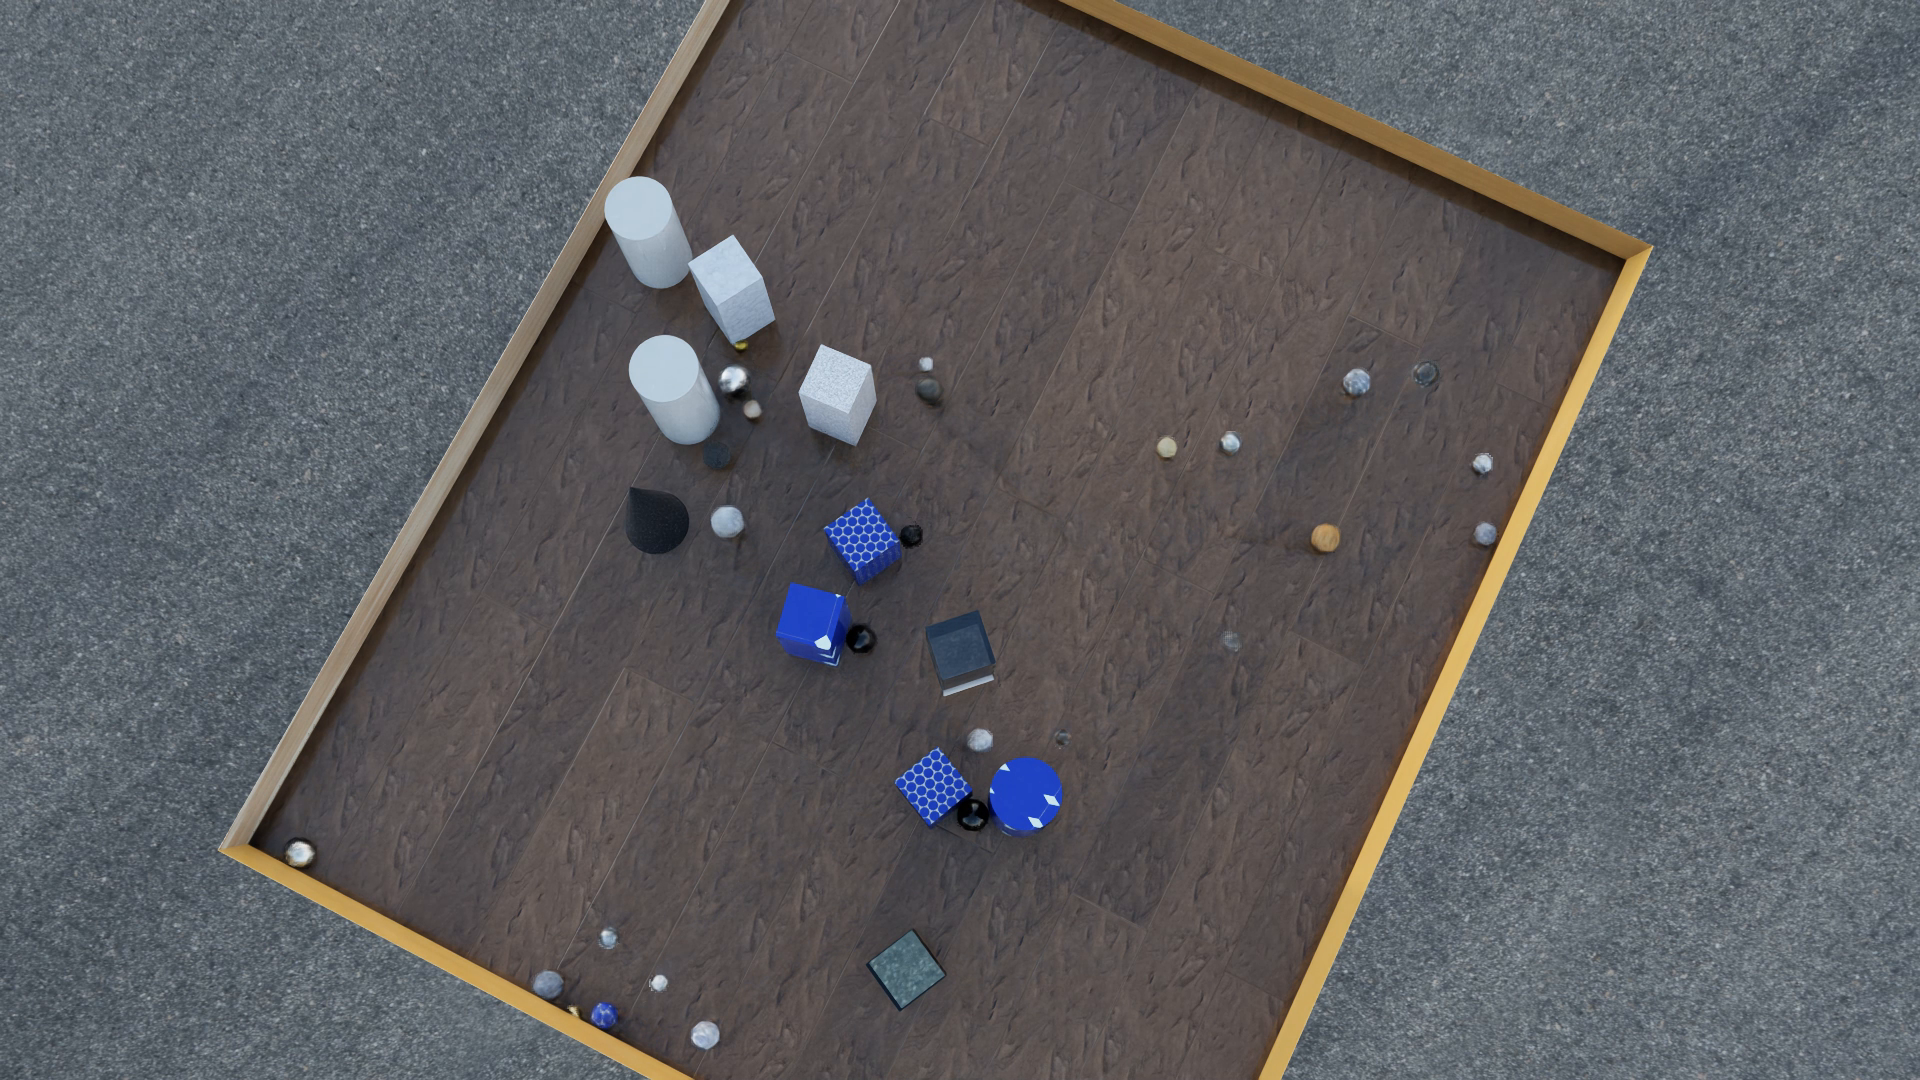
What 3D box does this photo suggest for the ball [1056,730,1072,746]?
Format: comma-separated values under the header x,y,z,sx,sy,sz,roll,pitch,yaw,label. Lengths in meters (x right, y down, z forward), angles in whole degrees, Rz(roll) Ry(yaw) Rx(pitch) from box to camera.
x,y,z,sx,sy,sz,roll,pitch,yaw,label
0.308,0.592,5.469,0.048,0.048,0.048,0,78,0,ball

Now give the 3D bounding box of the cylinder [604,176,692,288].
x,y,z,sx,sy,sz,roll,pitch,yaw,label
-0.946,-0.933,5.595,0.199,0.420,0.199,0,78,0,cylinder

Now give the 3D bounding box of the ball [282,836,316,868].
x,y,z,sx,sy,sz,roll,pitch,yaw,label
-1.939,0.918,5.379,0.092,0.092,0.092,0,78,0,ball

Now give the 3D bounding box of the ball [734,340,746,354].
x,y,z,sx,sy,sz,roll,pitch,yaw,label
-0.685,-0.603,5.721,0.040,0.040,0.040,0,78,0,ball

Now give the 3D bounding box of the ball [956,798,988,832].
x,y,z,sx,sy,sz,roll,pitch,yaw,label
0.038,0.811,5.400,0.095,0.095,0.095,0,78,0,ball

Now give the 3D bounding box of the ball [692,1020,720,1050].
x,y,z,sx,sy,sz,roll,pitch,yaw,label
-0.733,1.426,5.281,0.080,0.080,0.080,0,78,0,ball

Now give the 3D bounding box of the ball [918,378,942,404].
x,y,z,sx,sy,sz,roll,pitch,yaw,label
-0.093,-0.463,5.673,0.078,0.078,0.078,0,78,0,ball

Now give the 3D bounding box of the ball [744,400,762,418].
x,y,z,sx,sy,sz,roll,pitch,yaw,label
-0.641,-0.404,5.671,0.057,0.057,0.057,0,78,0,ball

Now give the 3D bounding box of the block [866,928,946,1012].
x,y,z,sx,sy,sz,roll,pitch,yaw,label
-0.151,1.220,5.212,0.159,0.299,0.159,-36,81,-7,block

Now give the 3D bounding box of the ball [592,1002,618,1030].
x,y,z,sx,sy,sz,roll,pitch,yaw,label
-1.026,1.375,5.293,0.076,0.076,0.076,0,78,0,ball

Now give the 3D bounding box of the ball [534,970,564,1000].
x,y,z,sx,sy,sz,roll,pitch,yaw,label
-1.191,1.290,5.307,0.084,0.084,0.084,0,78,0,ball

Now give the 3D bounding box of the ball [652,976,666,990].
x,y,z,sx,sy,sz,roll,pitch,yaw,label
-0.874,1.288,5.328,0.043,0.043,0.043,0,78,0,ball

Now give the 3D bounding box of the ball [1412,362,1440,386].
x,y,z,sx,sy,sz,roll,pitch,yaw,label
1.445,-0.514,5.683,0.079,0.079,0.079,0,78,0,ball

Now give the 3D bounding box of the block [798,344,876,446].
x,y,z,sx,sy,sz,roll,pitch,yaw,label
-0.364,-0.430,5.513,0.159,0.378,0.159,23,79,5,block

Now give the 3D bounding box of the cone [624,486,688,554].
x,y,z,sx,sy,sz,roll,pitch,yaw,label
-0.931,-0.102,5.396,0.199,0.474,0.199,0,78,0,cone

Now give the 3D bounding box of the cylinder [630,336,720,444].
x,y,z,sx,sy,sz,roll,pitch,yaw,label
-0.845,-0.441,5.464,0.199,0.478,0.199,0,78,0,cylinder

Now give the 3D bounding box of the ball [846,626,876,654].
x,y,z,sx,sy,sz,roll,pitch,yaw,label
-0.298,0.299,5.511,0.085,0.085,0.085,0,78,0,ball

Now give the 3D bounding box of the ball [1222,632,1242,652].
x,y,z,sx,sy,sz,roll,pitch,yaw,label
0.820,0.307,5.523,0.058,0.058,0.058,0,78,0,ball

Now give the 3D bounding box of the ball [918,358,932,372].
x,y,z,sx,sy,sz,roll,pitch,yaw,label
-0.108,-0.548,5.708,0.043,0.043,0.043,0,78,0,ball

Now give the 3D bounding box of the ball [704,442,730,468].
x,y,z,sx,sy,sz,roll,pitch,yaw,label
-0.745,-0.263,5.631,0.079,0.079,0.079,0,78,0,ball

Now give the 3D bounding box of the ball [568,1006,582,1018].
x,y,z,sx,sy,sz,roll,pitch,yaw,label
-1.117,1.372,5.312,0.041,0.041,0.041,0,78,0,ball

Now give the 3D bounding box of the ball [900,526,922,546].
x,y,z,sx,sy,sz,roll,pitch,yaw,label
-0.150,-0.012,5.586,0.065,0.065,0.065,0,78,0,ball

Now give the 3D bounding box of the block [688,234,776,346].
x,y,z,sx,sy,sz,roll,pitch,yaw,label
-0.691,-0.753,5.574,0.159,0.389,0.159,-34,80,-7,block

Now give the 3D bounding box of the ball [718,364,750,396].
x,y,z,sx,sy,sz,roll,pitch,yaw,label
-0.699,-0.492,5.668,0.099,0.099,0.099,0,78,0,ball

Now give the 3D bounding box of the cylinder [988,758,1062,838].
x,y,z,sx,sy,sz,roll,pitch,yaw,label
0.181,0.740,5.236,0.199,0.446,0.199,0,78,0,cylinder

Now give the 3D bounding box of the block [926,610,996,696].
x,y,z,sx,sy,sz,roll,pitch,yaw,label
0.002,0.334,5.355,0.159,0.377,0.159,-18,79,-4,block

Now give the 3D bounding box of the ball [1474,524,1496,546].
x,y,z,sx,sy,sz,roll,pitch,yaw,label
1.602,-0.017,5.587,0.066,0.066,0.066,0,78,0,ball

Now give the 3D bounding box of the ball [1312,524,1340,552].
x,y,z,sx,sy,sz,roll,pitch,yaw,label
1.112,-0.006,5.573,0.087,0.087,0.087,0,78,0,ball

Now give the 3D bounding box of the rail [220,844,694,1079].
x,y,z,sx,sy,sz,roll,pitch,yaw,label
-0.788,1.550,5.229,3.016,0.129,0.045,26,80,5,rail

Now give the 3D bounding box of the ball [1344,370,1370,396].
x,y,z,sx,sy,sz,roll,pitch,yaw,label
1.229,-0.489,5.677,0.081,0.081,0.081,0,78,0,ball

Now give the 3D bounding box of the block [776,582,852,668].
x,y,z,sx,sy,sz,roll,pitch,yaw,label
-0.426,0.252,5.381,0.159,0.359,0.159,15,79,3,block

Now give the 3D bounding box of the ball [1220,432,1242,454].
x,y,z,sx,sy,sz,roll,pitch,yaw,label
0.833,-0.298,5.645,0.065,0.065,0.065,0,78,0,ball

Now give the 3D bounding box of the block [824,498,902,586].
x,y,z,sx,sy,sz,roll,pitch,yaw,label
-0.289,0.009,5.491,0.159,0.243,0.159,-35,80,-7,block

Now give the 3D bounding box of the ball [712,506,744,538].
x,y,z,sx,sy,sz,roll,pitch,yaw,label
-0.707,-0.054,5.578,0.098,0.098,0.098,0,78,0,ball

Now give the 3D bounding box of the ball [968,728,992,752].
x,y,z,sx,sy,sz,roll,pitch,yaw,label
0.058,0.597,5.456,0.072,0.072,0.072,0,78,0,ball

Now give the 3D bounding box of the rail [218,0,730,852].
x,y,z,sx,sy,sz,roll,pitch,yaw,label
-1.328,-0.643,5.683,0.045,0.129,3.571,26,80,5,rail

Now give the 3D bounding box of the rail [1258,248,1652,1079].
x,y,z,sx,sy,sz,roll,pitch,yaw,label
1.328,0.657,5.414,0.045,0.129,3.571,26,80,5,rail

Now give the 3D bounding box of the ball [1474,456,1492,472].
x,y,z,sx,sy,sz,roll,pitch,yaw,label
1.608,-0.234,5.637,0.054,0.054,0.054,0,78,0,ball

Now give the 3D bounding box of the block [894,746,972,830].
x,y,z,sx,sy,sz,roll,pitch,yaw,label
-0.076,0.724,5.333,0.159,0.261,0.159,-39,81,-7,block

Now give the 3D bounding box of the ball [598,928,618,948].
x,y,z,sx,sy,sz,roll,pitch,yaw,label
-1.024,1.161,5.347,0.057,0.057,0.057,0,78,0,ball

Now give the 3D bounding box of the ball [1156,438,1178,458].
x,y,z,sx,sy,sz,roll,pitch,yaw,label
0.637,-0.283,5.643,0.063,0.063,0.063,0,78,0,ball

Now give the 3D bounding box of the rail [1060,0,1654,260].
x,y,z,sx,sy,sz,roll,pitch,yaw,label
0.788,-1.536,5.868,3.016,0.129,0.045,26,80,5,rail
